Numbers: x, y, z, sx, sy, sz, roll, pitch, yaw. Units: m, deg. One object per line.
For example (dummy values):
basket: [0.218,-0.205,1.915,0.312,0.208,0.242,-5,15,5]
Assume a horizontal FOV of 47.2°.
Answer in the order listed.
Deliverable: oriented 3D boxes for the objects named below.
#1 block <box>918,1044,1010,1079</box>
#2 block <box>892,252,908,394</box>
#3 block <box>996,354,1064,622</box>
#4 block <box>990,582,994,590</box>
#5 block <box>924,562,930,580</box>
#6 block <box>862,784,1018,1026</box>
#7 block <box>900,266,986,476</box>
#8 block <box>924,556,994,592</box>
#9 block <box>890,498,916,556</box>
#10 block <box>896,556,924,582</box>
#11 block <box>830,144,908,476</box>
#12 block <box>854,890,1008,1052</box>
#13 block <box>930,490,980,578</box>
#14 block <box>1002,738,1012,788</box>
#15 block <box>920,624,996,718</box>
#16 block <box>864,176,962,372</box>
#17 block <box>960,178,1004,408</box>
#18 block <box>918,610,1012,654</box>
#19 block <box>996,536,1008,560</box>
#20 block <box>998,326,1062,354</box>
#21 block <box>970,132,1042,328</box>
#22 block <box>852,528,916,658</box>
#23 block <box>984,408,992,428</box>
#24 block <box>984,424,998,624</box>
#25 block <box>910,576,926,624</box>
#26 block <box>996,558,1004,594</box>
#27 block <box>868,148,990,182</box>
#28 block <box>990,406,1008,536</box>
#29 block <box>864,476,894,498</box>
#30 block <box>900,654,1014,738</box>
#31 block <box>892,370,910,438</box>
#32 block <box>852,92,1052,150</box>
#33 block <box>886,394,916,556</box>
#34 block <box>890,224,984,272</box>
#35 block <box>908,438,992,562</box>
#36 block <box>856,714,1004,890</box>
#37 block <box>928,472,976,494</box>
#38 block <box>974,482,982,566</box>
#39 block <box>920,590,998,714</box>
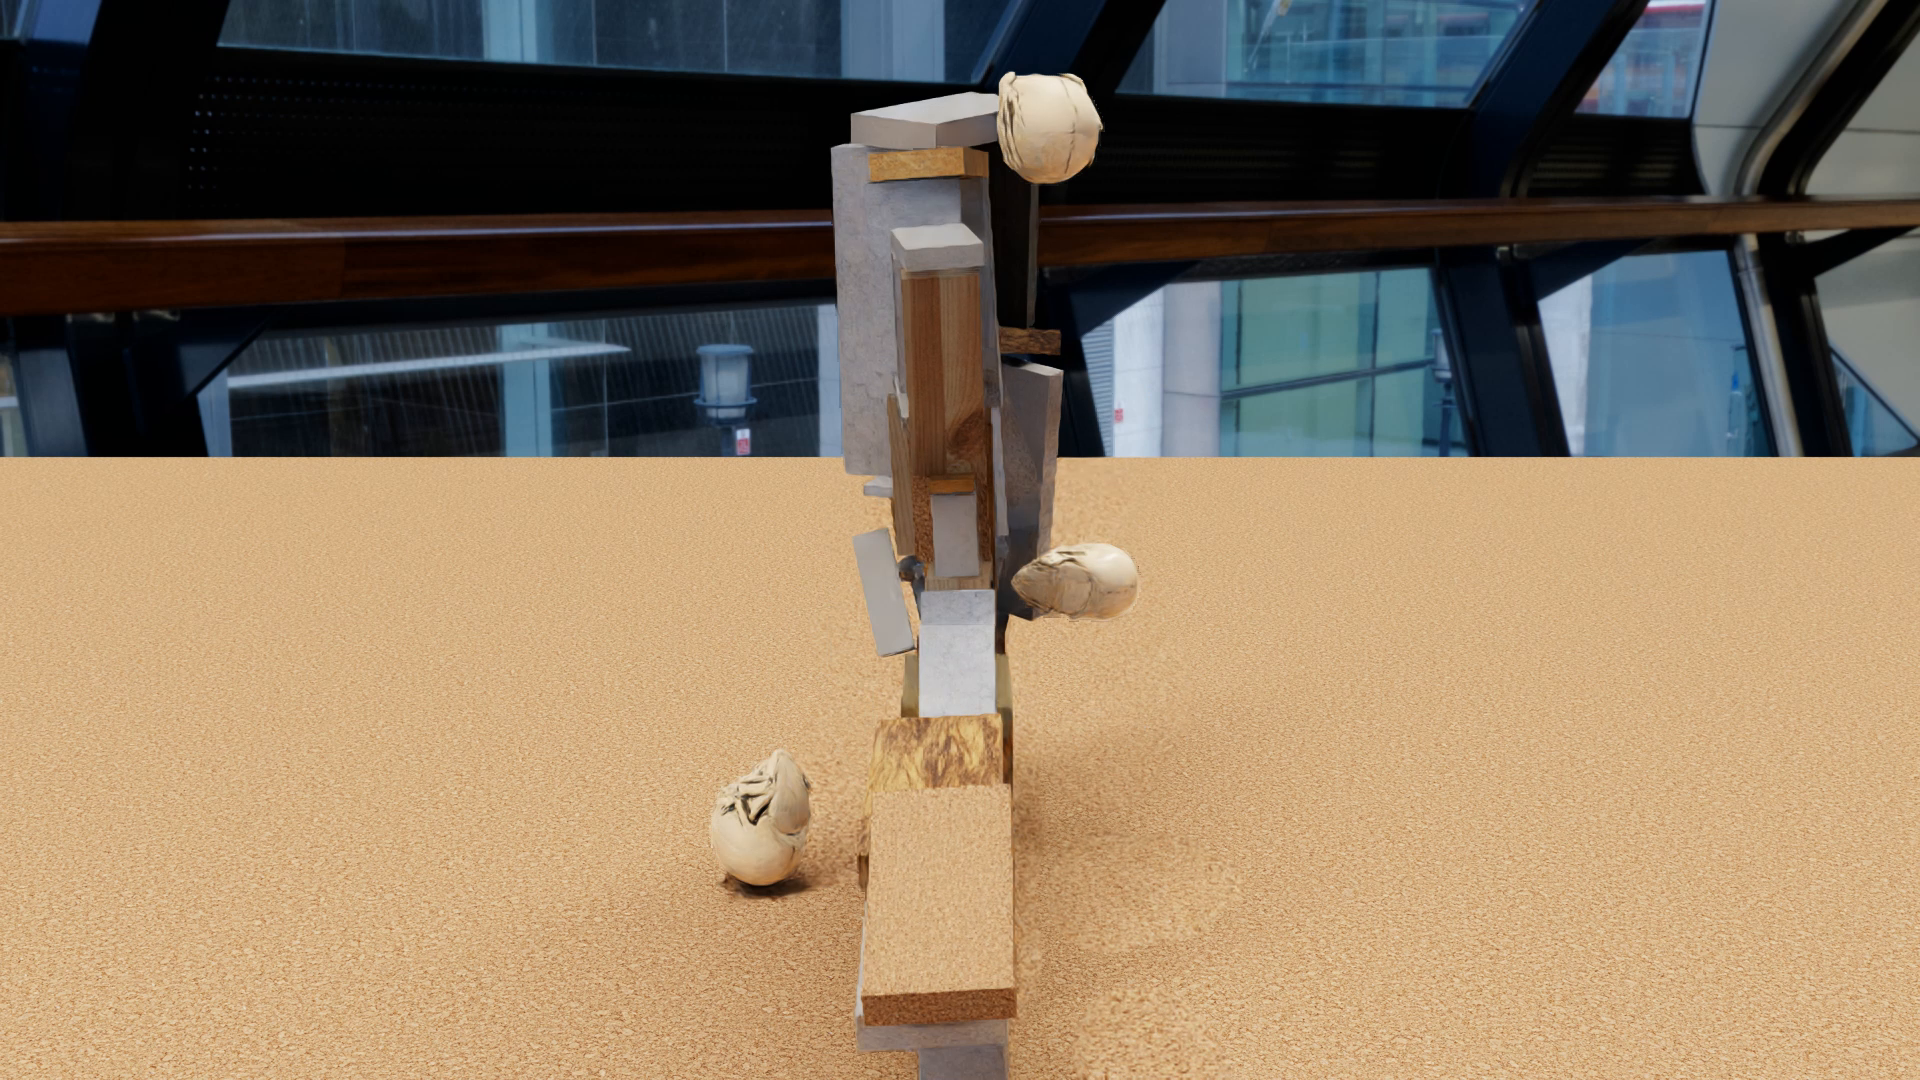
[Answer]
block: [0.003,0.641,2.789,0.110,0.221,0.031,2,27,10]
block: [-0.042,-0.334,3.341,0.111,0.221,0.031,-5,29,-5]
block: [0.095,-0.098,4.081,0.162,0.482,0.046,18,26,31]
block: [0.004,0.157,3.400,0.097,0.193,0.027,0,-28,1]
block: [-0.007,0.014,3.604,0.086,0.024,0.172,2,29,5]
block: [-0.022,0.433,2.650,0.174,0.049,0.348,-4,35,3]
block: [-0.023,-0.245,3.222,0.111,0.336,0.031,-3,36,-1]
block: [0.000,0.056,3.391,0.097,0.027,0.194,-2,9,3]
block: [-0.086,-0.037,3.891,0.065,0.130,0.018,0,21,19]
block: [-0.065,0.033,3.940,0.070,0.020,0.139,-7,23,42]
block: [-0.120,-0.389,3.772,0.173,0.567,0.049,4,17,18]
block: [-0.029,0.468,2.765,0.174,0.049,0.481,-4,24,3]
block: [-0.007,-0.009,3.288,0.066,0.131,0.019,-1,22,5]
block: [-0.005,0.459,3.438,0.171,0.342,0.048,0,11,0]
block: [-0.002,0.311,3.156,0.109,0.402,0.031,-1,-27,0]
block: [-0.066,-0.413,3.428,0.146,0.292,0.041,-3,12,0]
block: [-0.015,-0.405,3.632,0.146,0.375,0.041,-3,10,8]
block: [0.012,0.169,4.101,0.156,0.044,0.312,1,11,4]
block: [0.048,0.002,4.022,0.069,0.020,0.139,14,12,-7]
block: [0.033,-0.365,3.978,0.162,0.046,0.323,7,7,31]
block: [0.049,-0.559,3.909,0.173,0.346,0.049,8,21,19]
block: [-0.132,0.091,3.804,0.065,0.220,0.018,-14,-16,2]
block: [-0.005,-0.195,3.597,0.090,0.026,0.181,-2,10,8]
block: [0.012,-0.025,3.696,0.090,0.342,0.026,0,12,6]
block: [-0.032,0.149,3.890,0.070,0.207,0.020,-21,-21,18]
block: [0.032,0.093,3.984,0.069,0.139,0.020,8,8,-16]
block: [-0.045,-0.595,3.501,0.146,0.041,0.292,-3,8,9]
block: [-0.009,-0.164,3.903,0.162,0.323,0.046,-3,2,23]
block: [-0.112,-0.101,3.830,0.065,0.018,0.130,5,18,22]
block: [-0.005,0.246,3.514,0.171,0.048,0.342,0,11,0]
block: [-0.040,-0.222,3.404,0.116,0.033,0.232,-5,25,-4]
block: [-0.011,-0.713,3.745,0.173,0.049,0.346,14,23,33]
block: [-0.049,-0.107,3.507,0.116,0.257,0.033,-3,14,2]
block: [-0.035,-0.428,3.205,0.111,0.031,0.221,-5,16,-6]
block: [-0.016,-0.078,3.409,0.116,0.232,0.033,-1,26,5]
block: [-0.034,0.342,2.924,0.174,0.049,0.348,-3,24,4]
block: [-0.010,-0.089,3.302,0.066,0.019,0.131,-3,9,2]
block: [-0.002,-0.024,3.376,0.066,0.131,0.019,-3,21,2]
block: [-0.001,0.185,3.274,0.109,0.219,0.031,-1,-3,1]
